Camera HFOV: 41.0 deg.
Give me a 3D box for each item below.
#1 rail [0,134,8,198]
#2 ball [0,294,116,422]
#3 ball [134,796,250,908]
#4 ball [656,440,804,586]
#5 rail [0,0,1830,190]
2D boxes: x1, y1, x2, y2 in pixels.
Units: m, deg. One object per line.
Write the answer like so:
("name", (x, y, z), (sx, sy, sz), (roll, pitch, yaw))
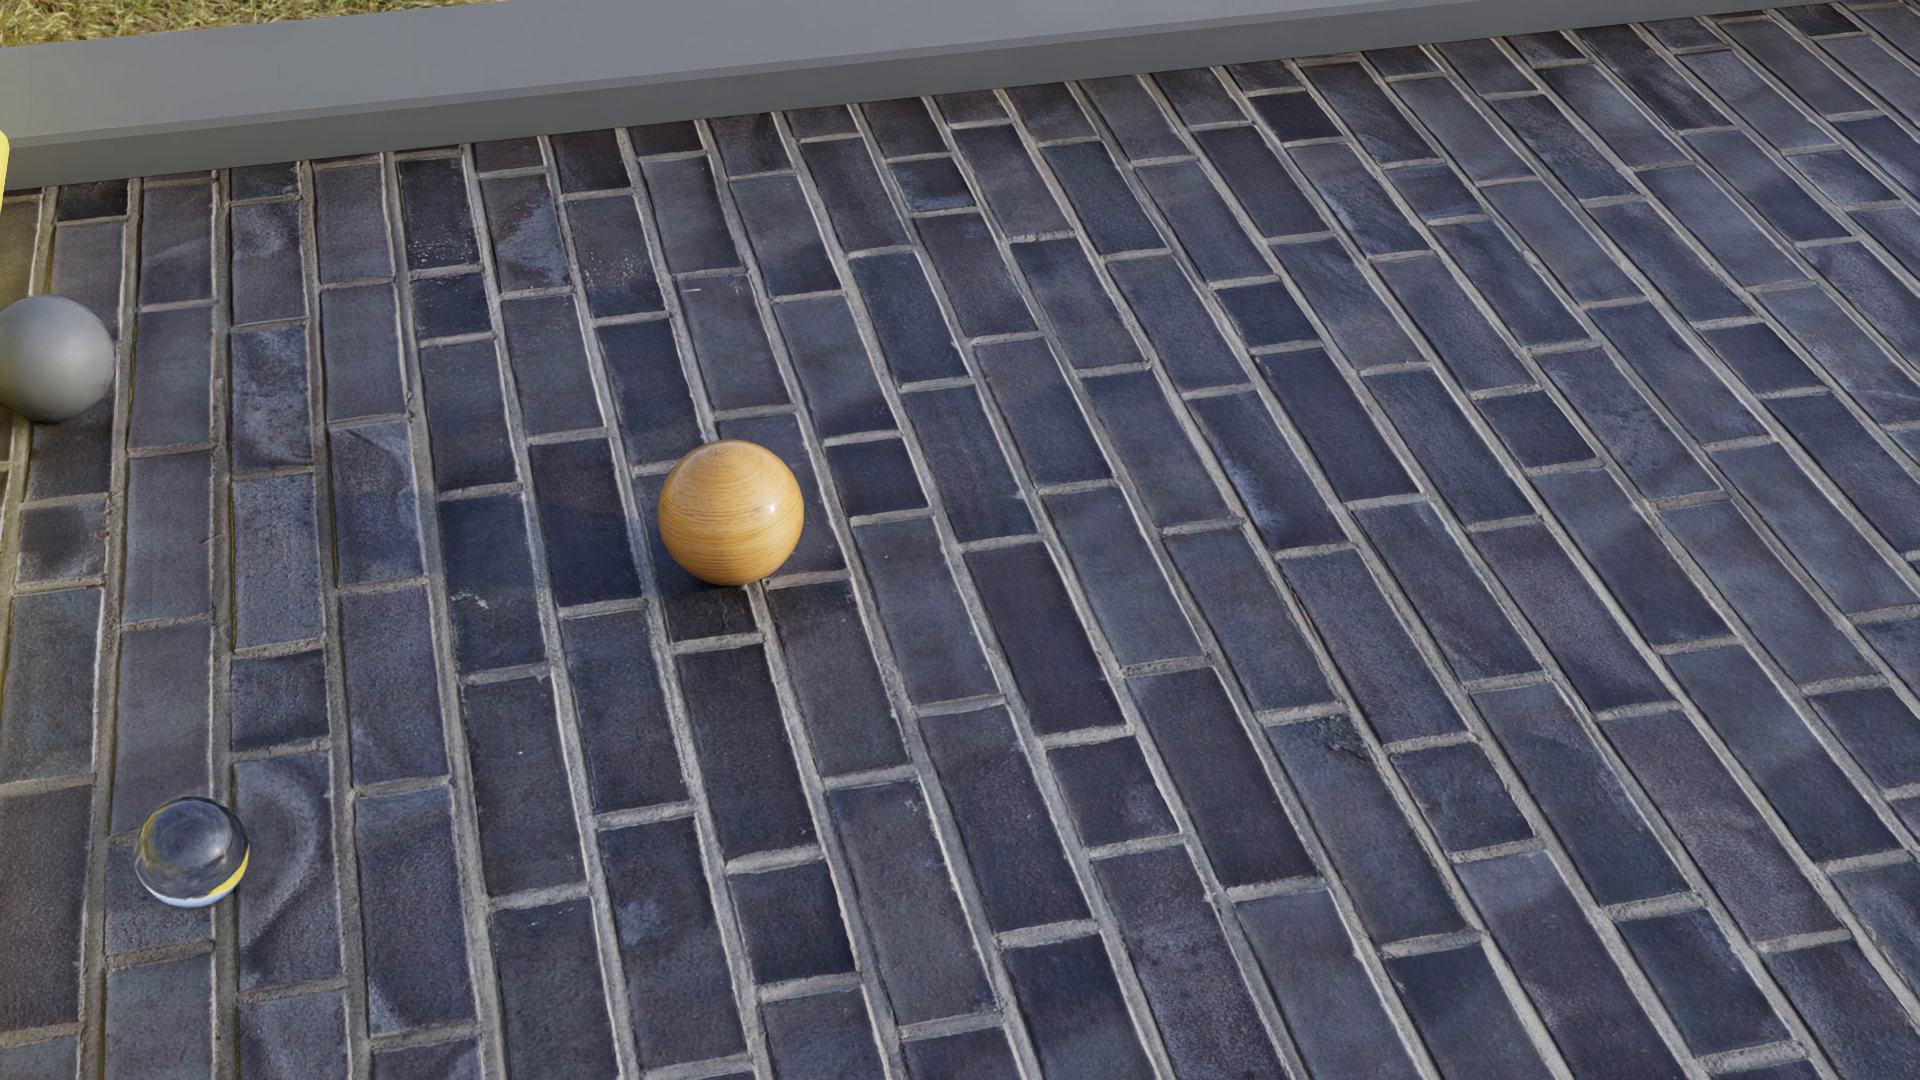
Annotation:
("rail", (-0.620, 0.067, 1.494), (0.045, 0.122, 1.431), (-8, 36, -11))
("ball", (-0.639, -0.127, 1.796), (0.089, 0.089, 0.089), (0, 35, 0))
("ball", (-0.420, 0.171, 1.404), (0.061, 0.061, 0.061), (0, 35, 0))
("ball", (-0.146, -0.017, 1.639), (0.094, 0.094, 0.094), (0, 35, 0))
("rail", (0.485, -0.496, 2.285), (2.645, 0.122, 0.045), (-8, 36, -11))
